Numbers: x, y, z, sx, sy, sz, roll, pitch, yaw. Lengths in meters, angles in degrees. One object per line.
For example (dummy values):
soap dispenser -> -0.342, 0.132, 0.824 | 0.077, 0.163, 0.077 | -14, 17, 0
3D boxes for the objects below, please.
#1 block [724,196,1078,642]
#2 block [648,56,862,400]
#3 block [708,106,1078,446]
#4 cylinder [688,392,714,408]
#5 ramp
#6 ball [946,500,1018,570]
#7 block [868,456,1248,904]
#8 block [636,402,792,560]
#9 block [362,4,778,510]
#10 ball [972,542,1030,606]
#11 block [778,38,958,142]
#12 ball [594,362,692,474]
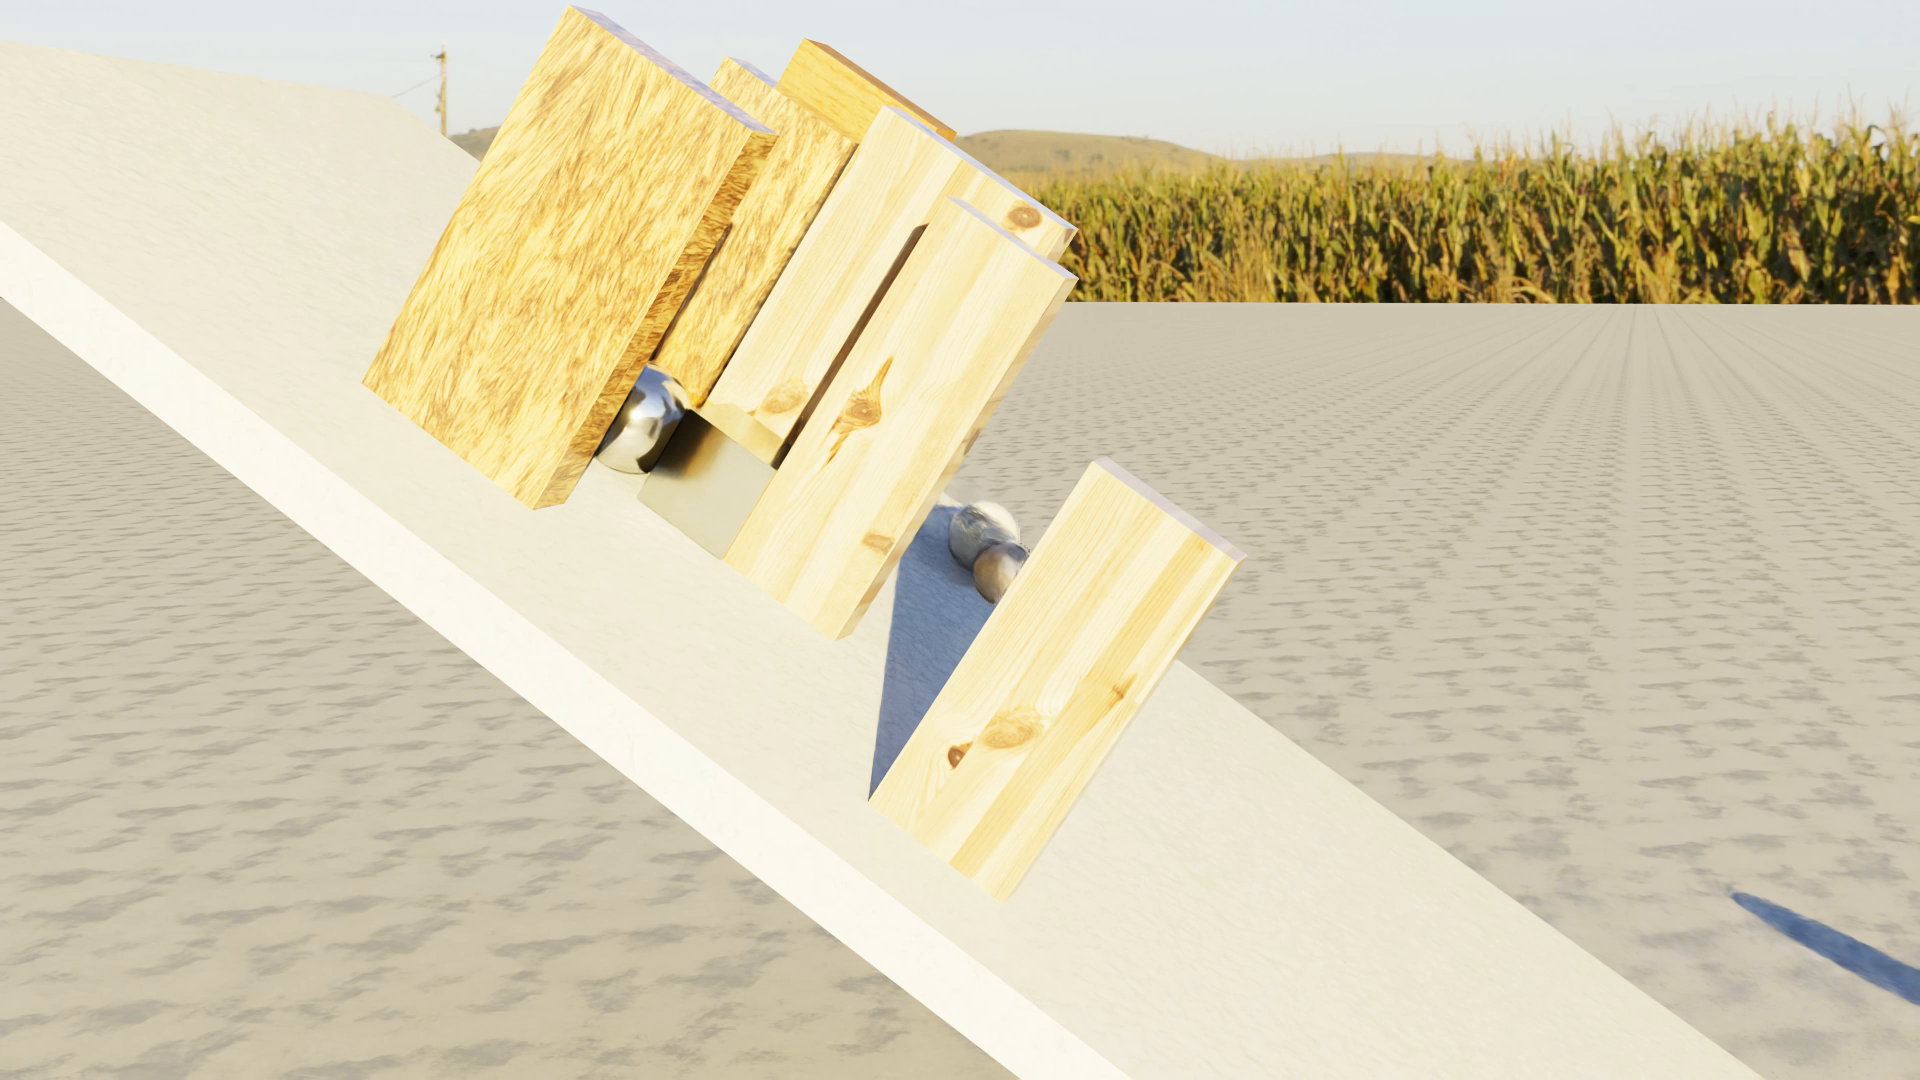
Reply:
block -> -0.108, -0.203, 3.791 | 0.247, 0.751, 0.093 | 36, 15, 10
block -> -0.496, -0.624, 4.525 | 0.320, 0.647, 0.111 | 36, 15, 10
block -> -0.166, -0.364, 4.119 | 0.409, 0.781, 0.101 | 36, 15, 10
cylinder -> -0.506, -0.185, 4.111 | 0.138, 0.138, 0.138 | 30, 15, -9
ramp -> -0.125, 0.212, 4.099 | 4.000, 0.100, 2.000 | 36, 15, 10
ball -> 0.048, -0.007, 4.646 | 0.152, 0.152, 0.152 | 0, 7, 0
block -> 0.139, 0.209, 3.242 | 0.253, 0.626, 0.087 | 36, 15, 10
block -> -0.418, -0.108, 3.941 | 0.192, 0.192, 0.192 | 36, 15, 10
block -> -0.638, -0.450, 3.561 | 0.369, 0.716, 0.114 | 36, 15, 10
ball -> 0.092, 0.070, 4.532 | 0.133, 0.133, 0.133 | 0, 7, 0
block -> -0.360, -0.677, 4.804 | 0.357, 0.730, 0.142 | 36, 15, 10
ball -> -0.582, -0.222, 3.947 | 0.204, 0.204, 0.204 | 0, 7, 0
